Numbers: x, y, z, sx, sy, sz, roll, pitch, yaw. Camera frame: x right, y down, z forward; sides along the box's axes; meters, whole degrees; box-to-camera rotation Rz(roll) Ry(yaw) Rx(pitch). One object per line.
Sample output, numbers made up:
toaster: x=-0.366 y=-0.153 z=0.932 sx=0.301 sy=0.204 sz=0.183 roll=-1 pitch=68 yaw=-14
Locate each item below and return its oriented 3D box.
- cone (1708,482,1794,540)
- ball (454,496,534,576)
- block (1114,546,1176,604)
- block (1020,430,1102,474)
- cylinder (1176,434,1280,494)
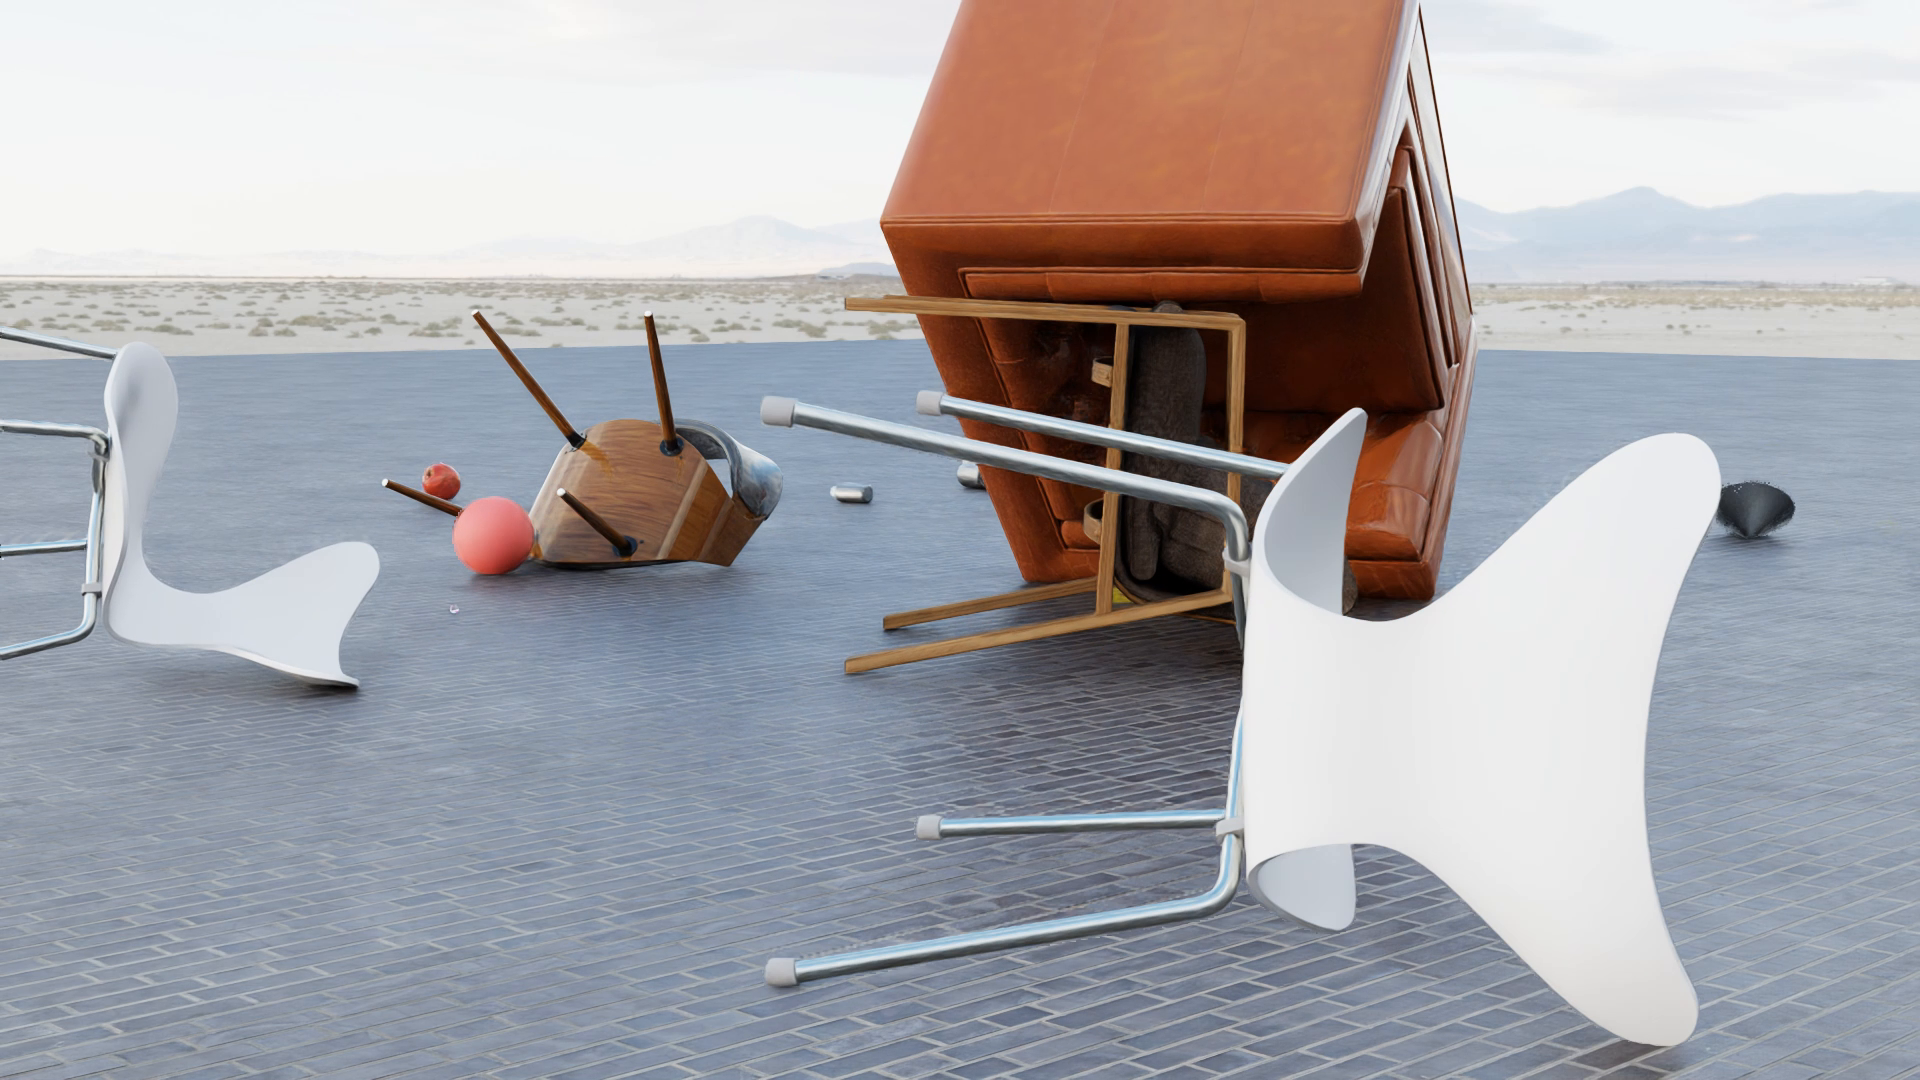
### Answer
cone: x=1.990 y=-0.041 z=6.462 sx=0.211 sy=0.172 sz=0.120 roll=3 pitch=43 yaw=19
ball: x=-1.026 y=-0.009 z=5.658 sx=0.173 sy=0.173 sz=0.173 roll=0 pitch=6 yaw=0
block: x=0.377 y=0.069 z=5.232 sx=0.126 sy=0.105 sz=0.108 roll=1 pitch=6 yaw=5
block: x=0.343 y=-0.295 z=8.631 sx=0.238 sy=0.133 sz=0.183 roll=2 pitch=6 yaw=16
cylinder: x=0.822 y=-0.236 z=7.880 sx=0.313 sy=0.168 sz=0.257 roll=1 pitch=6 yaw=11
